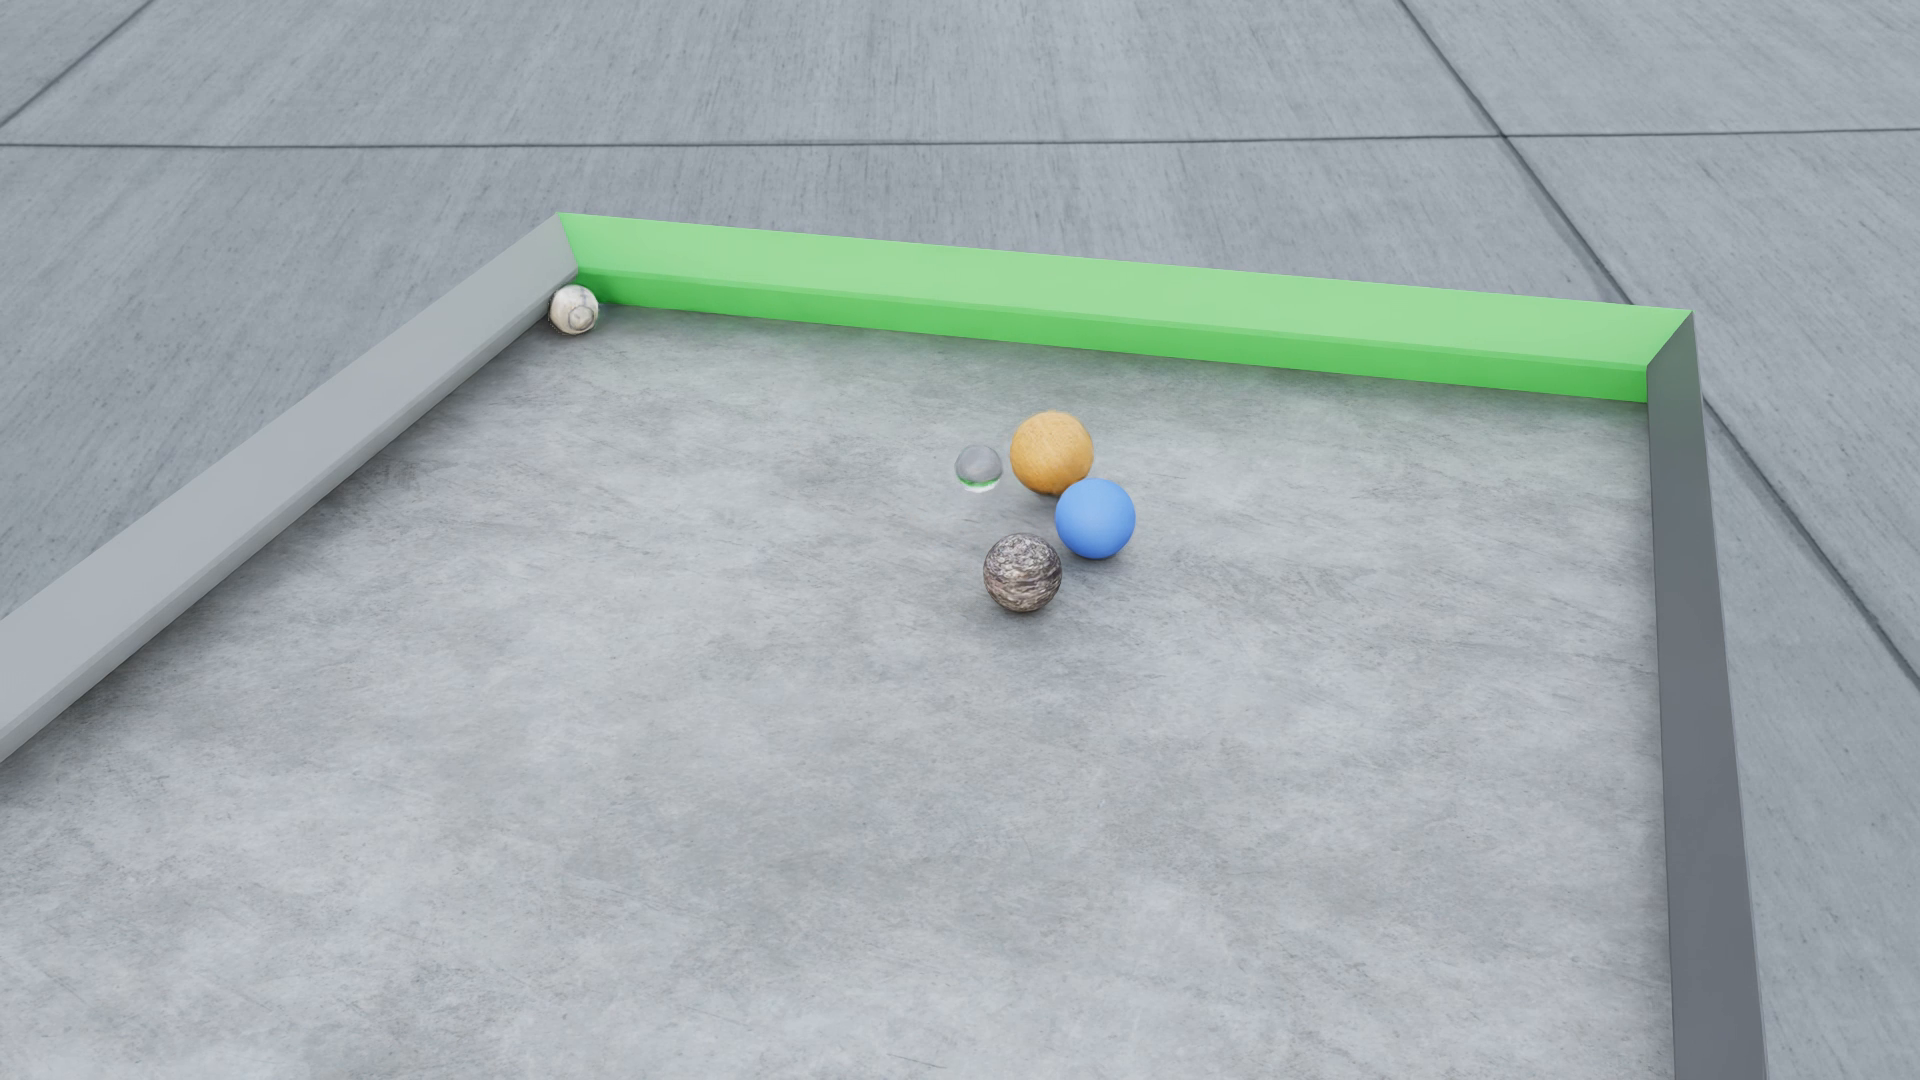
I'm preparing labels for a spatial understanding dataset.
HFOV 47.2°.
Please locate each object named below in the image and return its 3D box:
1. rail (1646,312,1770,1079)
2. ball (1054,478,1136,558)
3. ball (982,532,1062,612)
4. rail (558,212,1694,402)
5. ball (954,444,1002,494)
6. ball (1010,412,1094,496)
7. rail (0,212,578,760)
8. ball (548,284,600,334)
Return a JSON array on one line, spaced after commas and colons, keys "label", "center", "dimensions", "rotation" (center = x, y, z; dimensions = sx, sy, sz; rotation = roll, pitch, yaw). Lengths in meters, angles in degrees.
[{"label": "rail", "center": [0.498, 0.329, 1.463], "dimensions": [0.045, 0.117, 2.511], "rotation": [7, 27, 13]}, {"label": "ball", "center": [0.136, -0.022, 2.207], "dimensions": [0.081, 0.081, 0.081], "rotation": [0, 27, 0]}, {"label": "ball", "center": [0.060, 0.031, 2.107], "dimensions": [0.076, 0.076, 0.076], "rotation": [0, 27, 0]}, {"label": "rail", "center": [0.154, -0.281, 2.684], "dimensions": [1.409, 0.117, 0.045], "rotation": [7, 27, 13]}, {"label": "ball", "center": [0.020, -0.076, 2.349], "dimensions": [0.052, 0.052, 0.052], "rotation": [0, 27, 0]}, {"label": "ball", "center": [0.098, -0.092, 2.338], "dimensions": [0.090, 0.090, 0.090], "rotation": [0, 27, 0]}, {"label": "rail", "center": [-0.818, 0.174, 1.773], "dimensions": [0.045, 0.117, 2.511], "rotation": [7, 27, 13]}, {"label": "ball", "center": [-0.485, -0.290, 2.765], "dimensions": [0.062, 0.062, 0.062], "rotation": [0, 27, 0]}]
